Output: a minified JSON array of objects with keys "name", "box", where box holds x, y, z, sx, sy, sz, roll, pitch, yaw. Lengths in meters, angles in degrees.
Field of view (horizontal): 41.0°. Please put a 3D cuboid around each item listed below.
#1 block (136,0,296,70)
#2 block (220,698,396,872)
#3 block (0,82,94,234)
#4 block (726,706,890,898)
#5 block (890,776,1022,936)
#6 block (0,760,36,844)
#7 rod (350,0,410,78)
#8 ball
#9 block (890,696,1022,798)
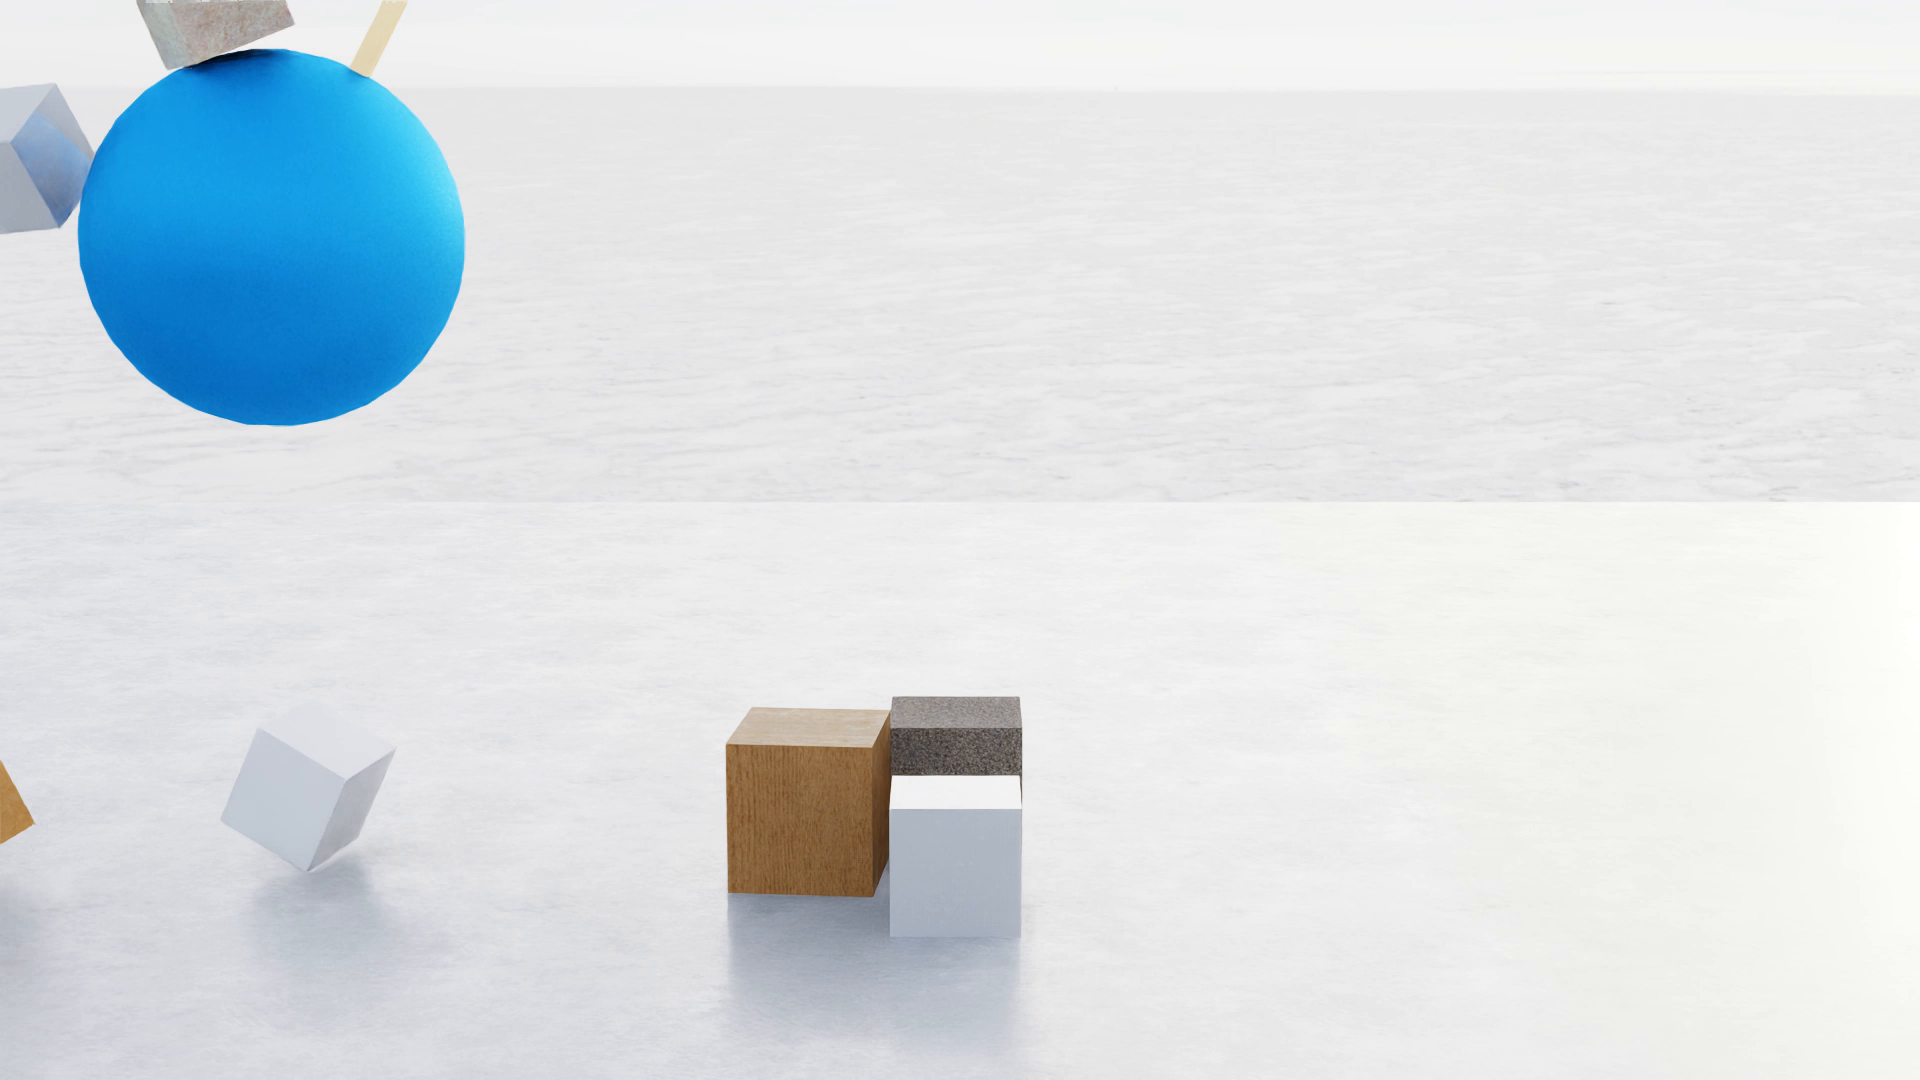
[{"name":"block","box":[-3.133,-2.274,10.666,0.451,0.478,0.471,-29,20,-26]},{"name":"block","box":[-2.936,1.100,11.579,0.465,0.511,0.472,29,19,7]},{"name":"block","box":[-4.011,-1.625,10.960,0.372,0.449,0.436,-3,42,17]},{"name":"block","box":[-0.661,1.150,11.373,0.635,0.667,0.661,1,10,5]},{"name":"block","box":[-0.018,1.322,10.769,0.541,0.547,0.502,0,10,0]},{"name":"block","box":[-4.615,1.109,11.373,0.601,0.561,0.707,-34,27,-30]},{"name":"rod","box":[-1.266,-4.205,10.416,0.080,5.200,0.080,29,9,-5]},{"name":"ball","box":[-2.922,-1.284,10.947,1.600,1.600,1.600,0,10,0]},{"name":"block","box":[-0.019,1.084,11.979,0.607,0.581,0.601,0,10,0]}]
